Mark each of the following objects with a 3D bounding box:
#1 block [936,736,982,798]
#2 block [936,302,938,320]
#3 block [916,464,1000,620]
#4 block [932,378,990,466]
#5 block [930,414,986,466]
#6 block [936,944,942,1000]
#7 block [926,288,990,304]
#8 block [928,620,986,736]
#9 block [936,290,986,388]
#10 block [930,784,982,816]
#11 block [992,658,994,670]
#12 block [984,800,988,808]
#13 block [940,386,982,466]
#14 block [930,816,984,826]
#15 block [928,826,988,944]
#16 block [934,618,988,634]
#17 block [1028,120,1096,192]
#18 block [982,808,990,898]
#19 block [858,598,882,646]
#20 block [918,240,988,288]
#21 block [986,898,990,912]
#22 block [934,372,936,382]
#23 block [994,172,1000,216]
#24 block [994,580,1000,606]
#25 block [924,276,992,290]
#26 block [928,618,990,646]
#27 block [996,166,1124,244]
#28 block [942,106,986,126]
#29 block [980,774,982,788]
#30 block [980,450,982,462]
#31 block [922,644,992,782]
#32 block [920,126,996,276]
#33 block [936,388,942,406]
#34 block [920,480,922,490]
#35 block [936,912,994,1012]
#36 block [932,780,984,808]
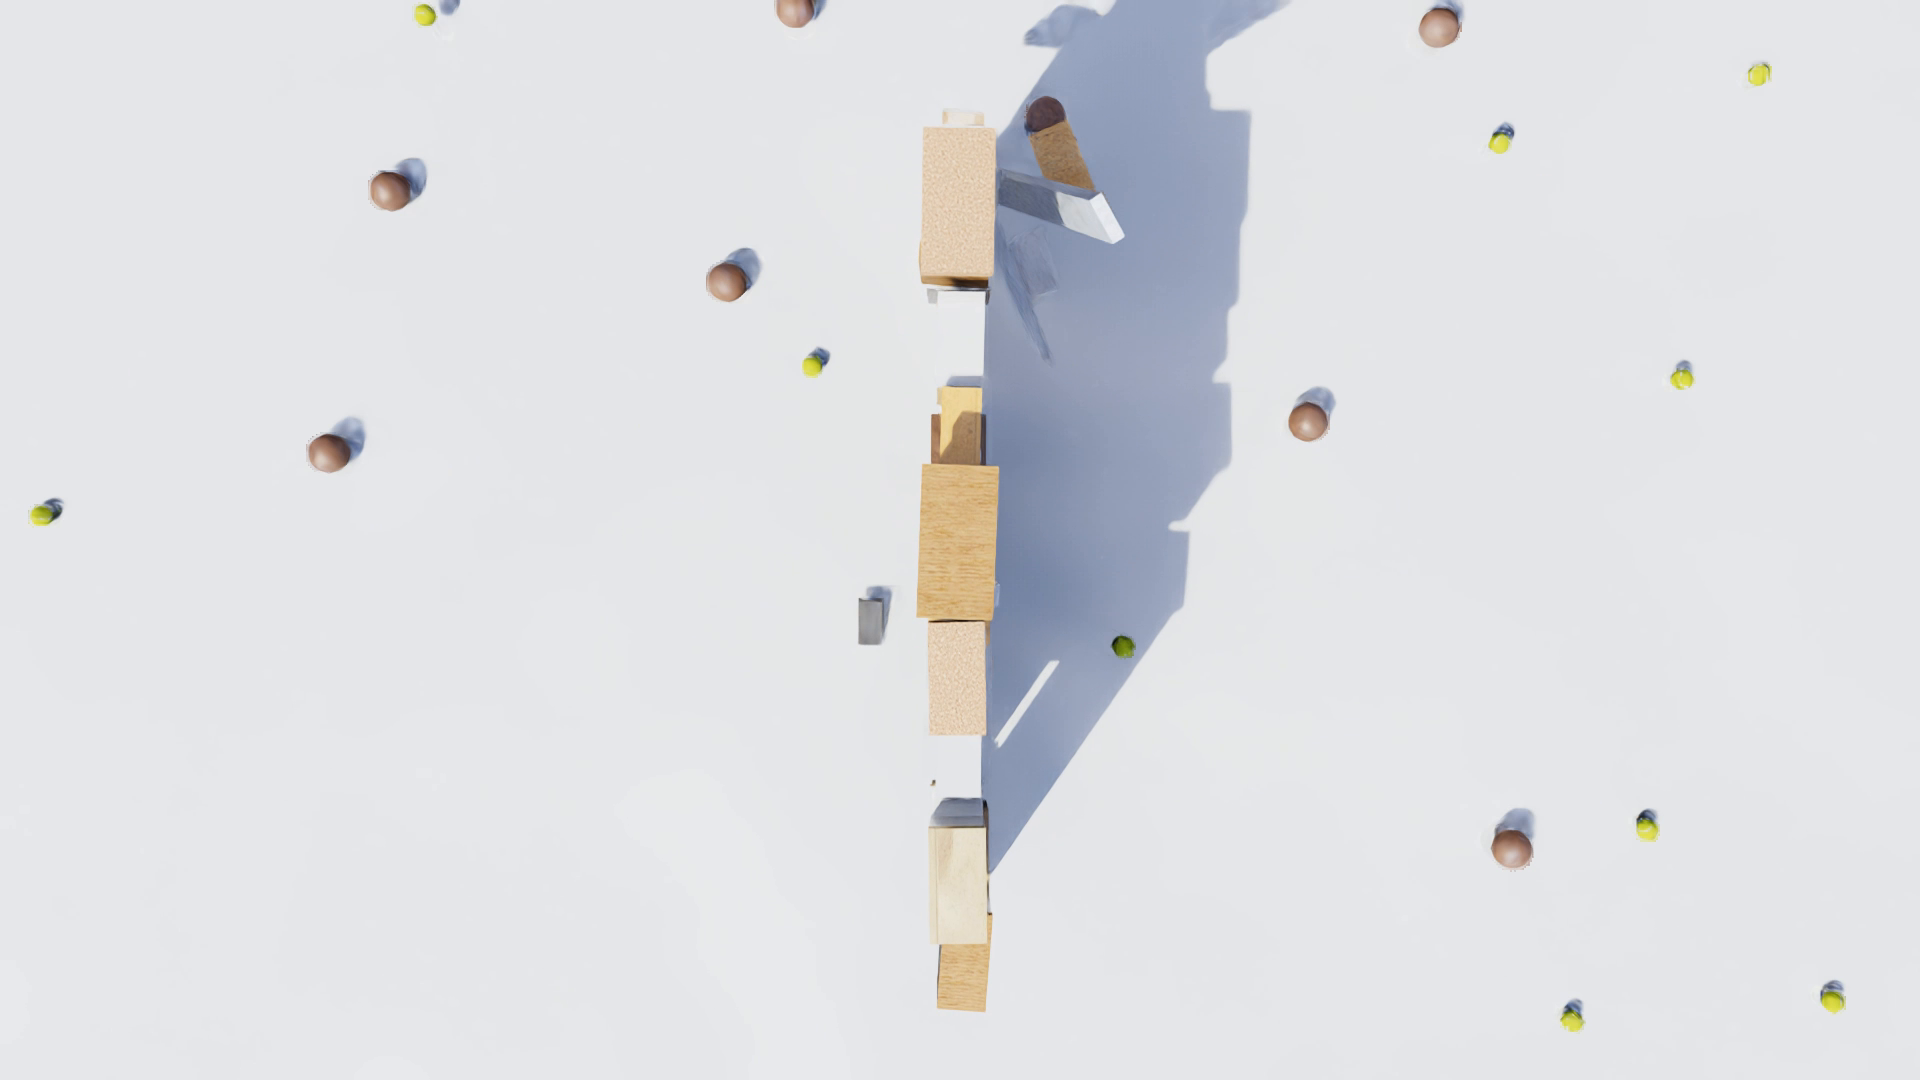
[{"bbox_3d":[-0.003,0.497,3.880,0.106,0.030,0.212,1,88,0],"label":"block"},{"bbox_3d":[0.001,-0.568,4.170,0.116,0.232,0.033,2,90,0],"label":"block"},{"bbox_3d":[-0.006,0.005,3.816,0.177,0.050,0.355,2,90,0],"label":"block"},{"bbox_3d":[0.003,-0.298,4.786,0.169,0.048,0.338,0,90,0],"label":"block"},{"bbox_3d":[-0.005,-0.180,4.216,0.140,0.040,0.281,1,90,0],"label":"block"},{"bbox_3d":[0.002,1.155,4.855,0.123,1.291,0.035,0,90,0],"label":"block"},{"bbox_3d":[-0.004,-0.701,4.485,0.173,0.488,0.049,1,90,0],"label":"block"},{"bbox_3d":[-0.007,0.320,3.826,0.132,0.037,0.264,-1,94,0],"label":"block"},{"bbox_3d":[0.001,-0.490,4.038,0.116,0.033,0.232,1,90,0],"label":"block"},{"bbox_3d":[-0.009,0.757,4.198,0.134,0.038,0.268,-1,90,0],"label":"block"},{"bbox_3d":[0.000,0.322,4.380,0.167,0.422,0.047,2,90,0],"label":"block"},{"bbox_3d":[-0.001,0.802,4.769,0.163,0.326,0.046,-1,90,0],"label":"block"},{"bbox_3d":[0.002,-0.272,3.990,0.096,0.027,0.193,2,90,0],"label":"block"},{"bbox_3d":[-0.007,0.720,4.043,0.135,0.271,0.038,-1,90,0],"label":"block"},{"bbox_3d":[-0.006,0.812,3.888,0.135,0.038,0.271,-1,90,0],"label":"block"},{"bbox_3d":[-0.004,0.228,4.096,0.132,0.511,0.037,3,90,0],"label":"block"},{"bbox_3d":[0.293,-1.064,4.695,0.122,0.035,0.245,-22,73,9],"label":"block"},{"bbox_3d":[0.000,0.911,4.583,0.163,0.046,0.326,-1,90,0],"label":"block"},{"bbox_3d":[-0.297,0.273,5.466,0.077,0.022,0.155,2,108,0],"label":"block"},{"bbox_3d":[-0.012,-0.669,4.023,0.168,0.337,0.048,4,90,0],"label":"block"},{"bbox_3d":[0.018,0.985,4.333,0.123,0.247,0.035,4,91,0],"label":"block"},{"bbox_3d":[-0.003,-0.409,4.206,0.116,0.304,0.033,10,90,0],"label":"block"},{"bbox_3d":[0.017,-0.931,4.414,0.173,0.347,0.049,5,90,0],"label":"block"},{"bbox_3d":[0.003,0.124,4.096,0.177,0.510,0.050,3,90,0],"label":"block"},{"bbox_3d":[-0.001,-0.818,4.216,0.173,0.049,0.347,1,90,0],"label":"block"},{"bbox_3d":[-0.001,0.173,4.615,0.173,0.049,0.347,2,90,0],"label":"block"},{"bbox_3d":[0.204,-0.992,4.748,0.035,1.553,0.122,-33,110,-1],"label":"block"},{"bbox_3d":[0.009,-1.251,4.874,0.122,0.245,0.035,4,107,-2],"label":"block"},{"bbox_3d":[-0.002,0.601,4.036,0.106,0.287,0.030,1,76,0],"label":"block"},{"bbox_3d":[0.003,-0.207,4.100,0.096,0.193,0.027,1,90,0],"label":"block"},{"bbox_3d":[-0.007,0.432,4.135,0.167,0.047,0.334,2,86,0],"label":"block"},{"bbox_3d":[-0.004,-0.785,3.831,0.168,0.048,0.337,1,90,0],"label":"block"},{"bbox_3d":[-0.004,-0.484,4.514,0.116,0.033,0.232,1,90,0],"label":"block"},{"bbox_3d":[-0.004,-0.112,4.019,0.177,0.355,0.050,1,90,0],"label":"block"},{"bbox_3d":[0.013,1.069,4.192,0.123,0.035,0.247,5,90,0],"label":"block"},{"bbox_3d":[-0.008,0.666,4.351,0.134,0.268,0.038,0,90,0],"label":"block"}]
